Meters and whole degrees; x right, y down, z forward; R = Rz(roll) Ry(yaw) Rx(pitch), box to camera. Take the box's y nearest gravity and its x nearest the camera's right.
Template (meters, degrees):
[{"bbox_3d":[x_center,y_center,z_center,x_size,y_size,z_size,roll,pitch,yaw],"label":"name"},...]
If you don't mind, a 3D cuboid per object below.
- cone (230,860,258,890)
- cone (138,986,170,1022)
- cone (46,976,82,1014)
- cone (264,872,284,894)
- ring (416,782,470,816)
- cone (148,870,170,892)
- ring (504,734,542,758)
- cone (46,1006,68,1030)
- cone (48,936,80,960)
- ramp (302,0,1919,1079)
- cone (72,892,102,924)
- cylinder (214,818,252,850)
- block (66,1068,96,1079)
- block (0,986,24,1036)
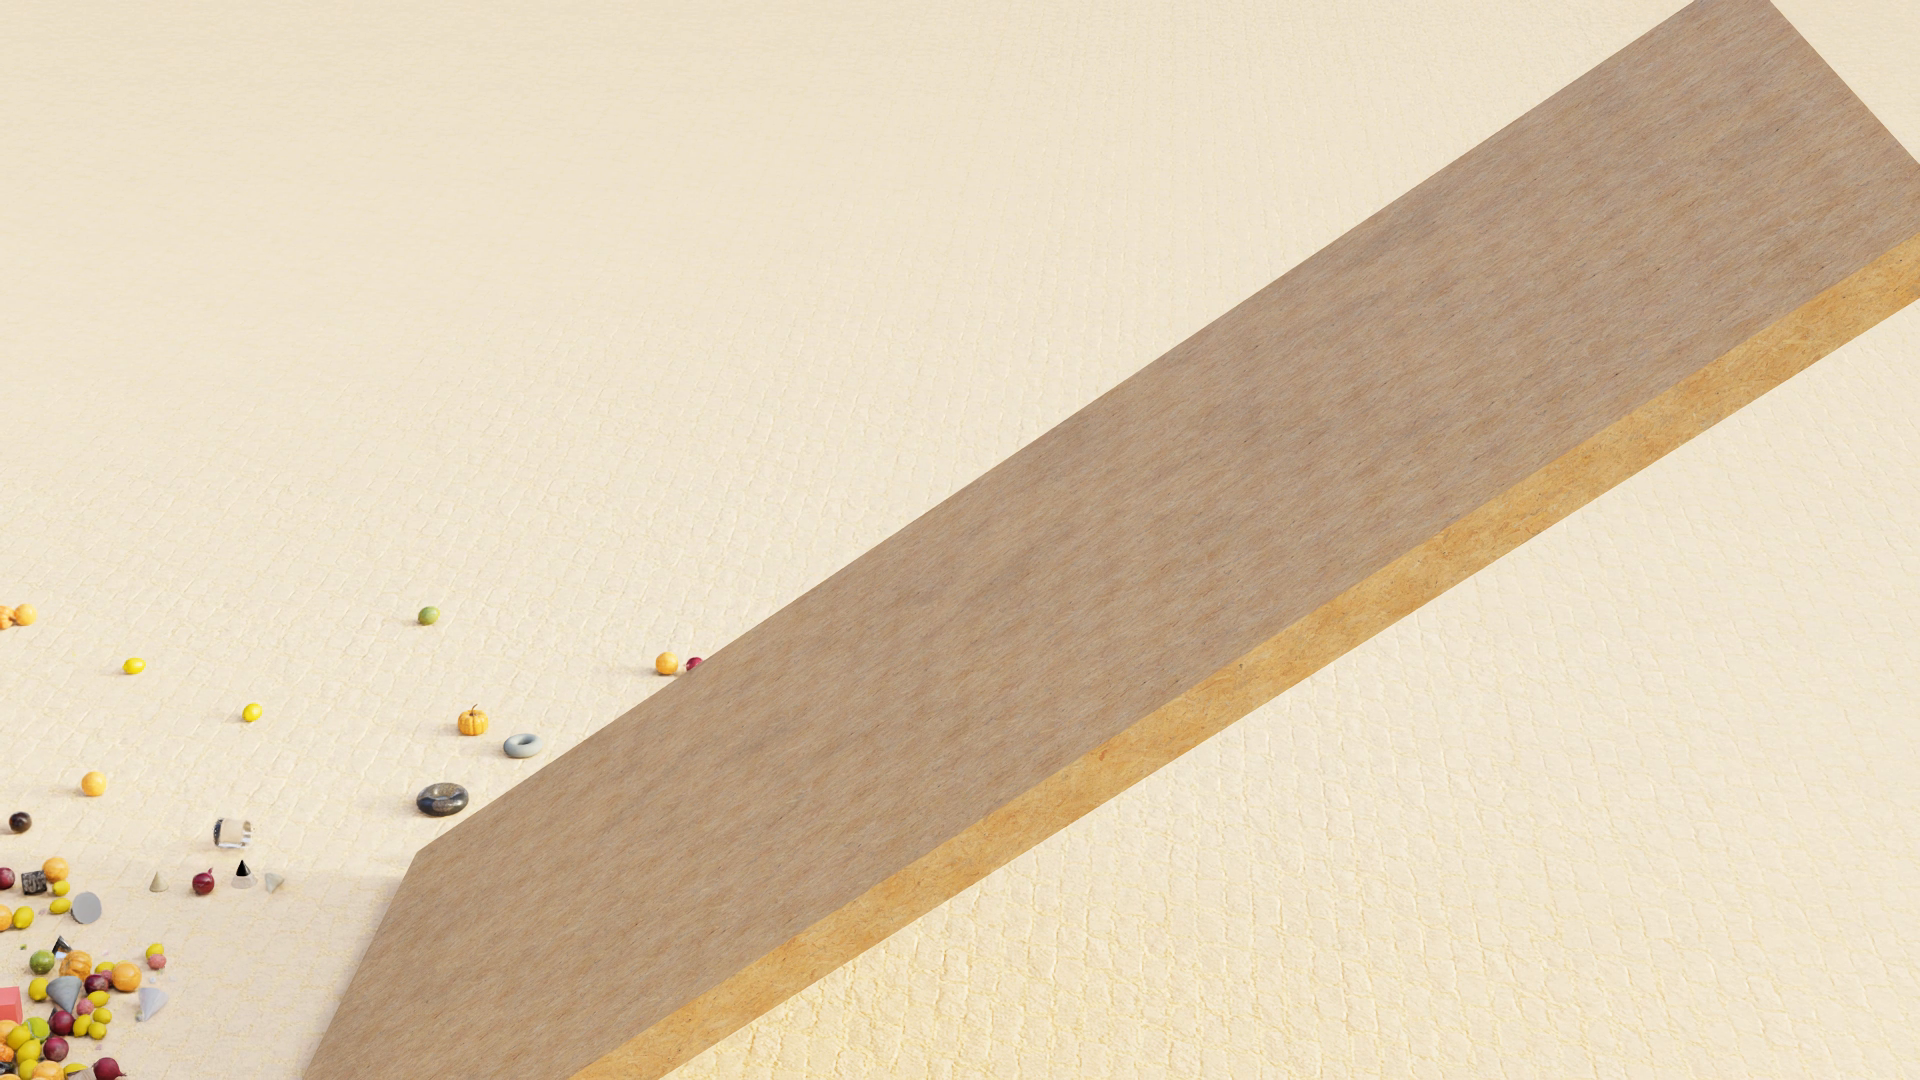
[{"bbox_3d":[-1.894,0.873,7.770,0.071,0.071,0.071,0,22,0],"label":"cone"},{"bbox_3d":[-1.974,1.142,7.156,0.078,0.078,0.078,3,49,6],"label":"cone"},{"bbox_3d":[-2.182,1.127,7.187,0.088,0.088,0.088,-9,51,-22],"label":"cone"},{"bbox_3d":[-1.810,0.912,7.738,0.053,0.053,0.053,3,49,7],"label":"cone"},{"bbox_3d":[-1.438,0.721,8.177,0.147,0.049,0.147,0,24,0],"label":"ring"},{"bbox_3d":[-2.112,0.894,7.746,0.052,0.052,0.052,0,22,0],"label":"cone"},{"bbox_3d":[-1.263,0.594,8.503,0.114,0.038,0.114,-1,23,1],"label":"ring"},{"bbox_3d":[-2.187,1.150,7.112,0.053,0.053,0.053,0,22,0],"label":"cone"},{"bbox_3d":[-2.252,1.039,7.418,0.067,0.067,0.067,25,20,-10],"label":"cone"},{"bbox_3d":[0.132,0.177,6.315,4.000,0.100,2.000,-33,16,16],"label":"ramp"},{"bbox_3d":[-2.280,0.956,7.611,0.083,0.083,0.083,-16,6,43],"label":"cone"},{"bbox_3d":[-1.968,0.795,7.957,0.077,0.077,0.077,4,22,10],"label":"cylinder"},{"bbox_3d":[-2.033,1.267,6.817,0.057,0.057,0.057,-11,24,-25],"label":"block"},{"bbox_3d":[-2.314,1.139,7.098,0.085,0.085,0.085,-4,22,-9],"label":"block"}]
